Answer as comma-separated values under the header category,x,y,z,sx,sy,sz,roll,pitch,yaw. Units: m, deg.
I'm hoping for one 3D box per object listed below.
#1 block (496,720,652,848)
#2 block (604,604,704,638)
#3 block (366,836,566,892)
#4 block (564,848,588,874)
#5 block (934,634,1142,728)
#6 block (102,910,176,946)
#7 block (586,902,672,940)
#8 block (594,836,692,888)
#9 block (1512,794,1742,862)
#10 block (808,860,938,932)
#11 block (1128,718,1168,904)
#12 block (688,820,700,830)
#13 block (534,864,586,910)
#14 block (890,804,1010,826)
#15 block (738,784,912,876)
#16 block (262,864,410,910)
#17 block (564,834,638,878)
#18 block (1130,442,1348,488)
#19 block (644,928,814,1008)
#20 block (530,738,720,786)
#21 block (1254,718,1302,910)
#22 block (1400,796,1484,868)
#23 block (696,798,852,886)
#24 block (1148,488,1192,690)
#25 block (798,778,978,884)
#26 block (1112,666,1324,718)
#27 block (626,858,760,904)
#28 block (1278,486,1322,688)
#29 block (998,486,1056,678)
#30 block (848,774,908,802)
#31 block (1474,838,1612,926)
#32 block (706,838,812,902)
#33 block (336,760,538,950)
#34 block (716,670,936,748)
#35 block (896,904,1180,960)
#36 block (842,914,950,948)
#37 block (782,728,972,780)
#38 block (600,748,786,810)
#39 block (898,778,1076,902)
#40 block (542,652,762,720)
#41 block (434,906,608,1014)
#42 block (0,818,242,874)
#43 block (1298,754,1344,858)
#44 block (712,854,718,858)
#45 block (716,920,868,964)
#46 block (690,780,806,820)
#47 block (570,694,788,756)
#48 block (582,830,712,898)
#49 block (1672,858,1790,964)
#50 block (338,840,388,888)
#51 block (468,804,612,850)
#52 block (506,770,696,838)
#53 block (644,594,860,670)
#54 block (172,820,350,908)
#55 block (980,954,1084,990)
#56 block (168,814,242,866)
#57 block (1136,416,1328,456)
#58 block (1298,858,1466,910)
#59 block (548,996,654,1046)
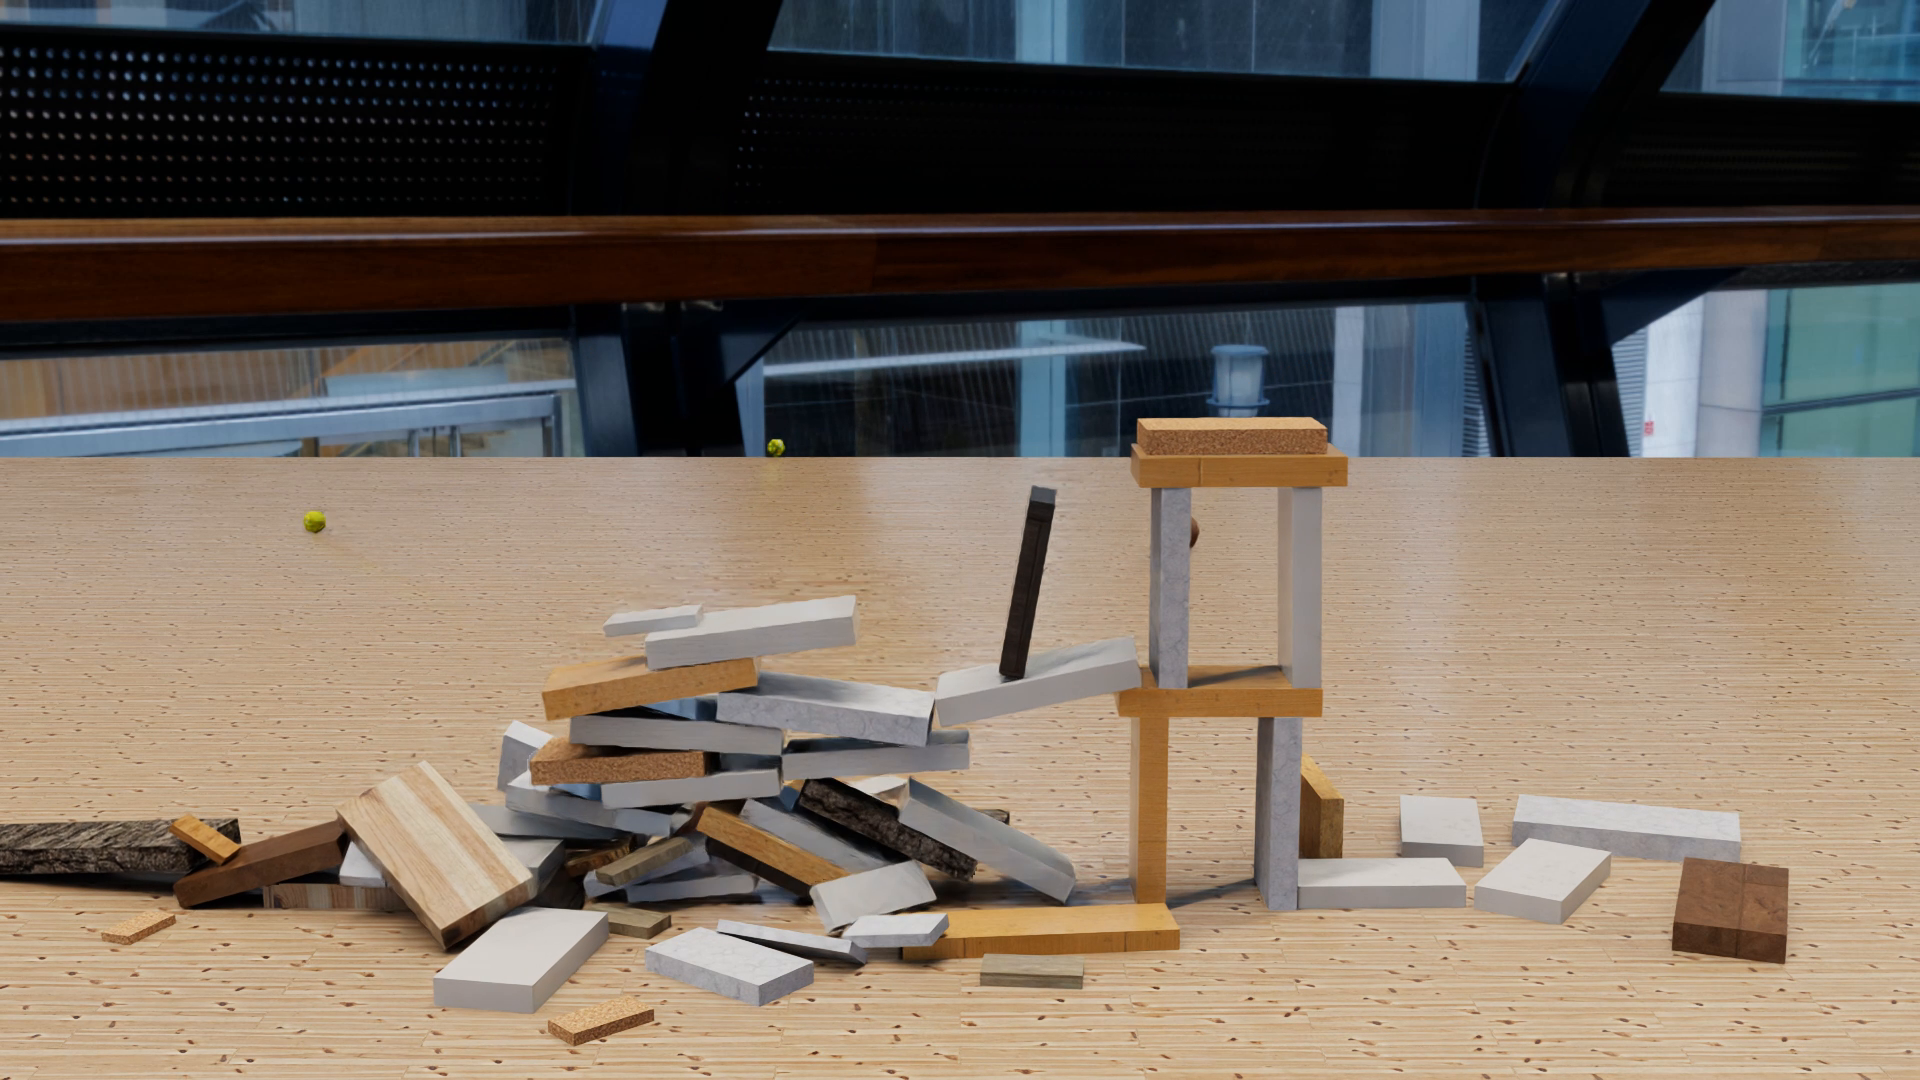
category,x,y,z,sx,sy,sz,roll,pitch,yaw
block,-0.671,0.432,3.871,0.286,0.143,0.041,22,39,7
block,-0.505,0.133,3.627,0.152,0.022,0.076,-7,11,3
block,-0.816,0.532,3.630,0.293,0.042,0.147,1,11,6
block,-0.651,0.557,3.805,0.201,0.015,0.053,7,12,32
block,0.129,0.229,3.596,0.330,0.047,0.165,-12,10,5
block,-1.304,0.615,3.491,0.053,0.015,0.106,4,11,21
block,-0.538,0.609,3.515,0.137,0.019,0.068,5,11,23
block,-0.515,0.522,3.578,0.143,0.020,0.072,-23,11,-31
block,1.190,0.518,3.929,0.382,0.047,0.167,3,11,17
block,-0.137,0.566,3.502,0.230,0.074,0.021,-6,-30,-47
block,0.311,0.430,3.638,0.046,0.326,0.163,0,11,-1
block,-0.468,0.508,4.057,0.072,0.020,0.143,-4,11,-21
block,-0.647,0.577,3.553,0.019,0.068,0.137,-31,8,8
block,-0.036,0.517,3.973,0.237,0.034,0.118,2,11,10
block,-0.221,0.488,3.659,0.291,0.041,0.145,26,10,-2
block,-0.991,0.569,3.667,0.293,0.042,0.147,0,11,2
block,-0.616,0.535,3.689,0.143,0.020,0.072,-19,9,3
block,0.445,-0.121,3.537,0.328,0.046,0.164,0,11,-1
block,-0.348,0.640,3.307,0.237,0.034,0.118,8,13,37
block,-0.554,0.360,3.650,0.286,0.041,0.143,-3,10,5
block,0.525,0.430,3.639,0.046,0.326,0.163,0,11,-1
block,0.860,0.520,3.940,0.138,0.039,0.276,2,11,10
block,-0.288,0.504,3.649,0.291,0.041,0.145,26,10,-2
block,0.340,0.063,3.574,0.046,0.328,0.164,0,11,-1
block,-0.120,0.474,3.657,0.305,0.043,0.153,26,0,-3
block,0.419,0.247,3.606,0.326,0.046,0.163,0,11,0
block,-0.441,0.564,3.663,0.211,0.030,0.105,-6,10,4
block,0.552,0.062,3.577,0.046,0.328,0.164,-1,11,0
block,0.110,0.066,3.572,0.041,0.287,0.144,10,11,2
block,-0.241,0.495,4.122,0.076,0.022,0.366,9,14,41
block,0.976,0.568,3.676,0.144,0.041,0.287,6,12,31
block,-0.312,0.532,3.649,0.211,0.030,0.105,26,10,-2
block,-0.840,0.498,3.521,0.167,0.047,0.333,-29,48,-30
block,-0.217,0.274,3.633,0.343,0.049,0.171,7,10,2
block,0.121,0.614,3.450,0.431,0.034,0.118,-1,11,-6
block,-0.099,0.601,3.380,0.148,0.021,0.074,-6,13,23
block,-0.136,0.356,3.656,0.305,0.043,0.153,-4,4,2
block,-0.437,0.395,3.647,0.291,0.041,0.145,-5,10,2
block,0.043,0.497,3.655,0.305,0.043,0.153,27,5,-4
block,-0.504,0.225,3.623,0.343,0.049,0.171,-10,10,-2
block,-0.659,0.631,3.327,0.153,0.043,0.307,2,11,11
block,-1.498,0.525,3.759,0.509,0.043,0.153,-3,9,15
block,0.622,0.481,3.876,0.039,0.138,0.276,-1,11,-4
block,-0.373,0.540,3.888,0.067,0.019,0.134,6,12,27
block,-0.258,0.617,3.377,0.229,0.019,0.067,5,-23,24
block,-0.383,0.465,4.111,0.153,0.043,0.307,3,11,20
block,-0.461,0.301,3.653,0.343,0.049,0.171,3,11,-1
block,-0.515,0.536,3.657,0.211,0.030,0.105,-17,9,2
block,1.241,0.591,3.534,0.165,0.047,0.330,4,11,20
block,-0.952,0.499,3.576,0.074,0.021,0.148,4,40,1
block,-0.765,0.488,3.752,0.333,0.047,0.167,5,-15,-11
block,-0.602,0.437,3.703,0.286,0.041,0.143,9,11,9
block,-0.338,0.150,3.611,0.336,0.047,0.165,-7,11,1
block,-1.133,0.529,3.643,0.293,0.042,0.147,-16,10,8
block,0.109,0.647,3.302,0.152,0.022,0.076,1,11,5
block,-1.252,0.496,3.646,0.106,0.015,0.053,32,17,3
block,0.437,-0.168,3.552,0.287,0.041,0.144,-1,11,-2
block,0.689,0.571,3.663,0.276,0.039,0.138,0,11,-1
block,-0.509,0.682,3.122,0.134,0.019,0.067,-9,14,-41
